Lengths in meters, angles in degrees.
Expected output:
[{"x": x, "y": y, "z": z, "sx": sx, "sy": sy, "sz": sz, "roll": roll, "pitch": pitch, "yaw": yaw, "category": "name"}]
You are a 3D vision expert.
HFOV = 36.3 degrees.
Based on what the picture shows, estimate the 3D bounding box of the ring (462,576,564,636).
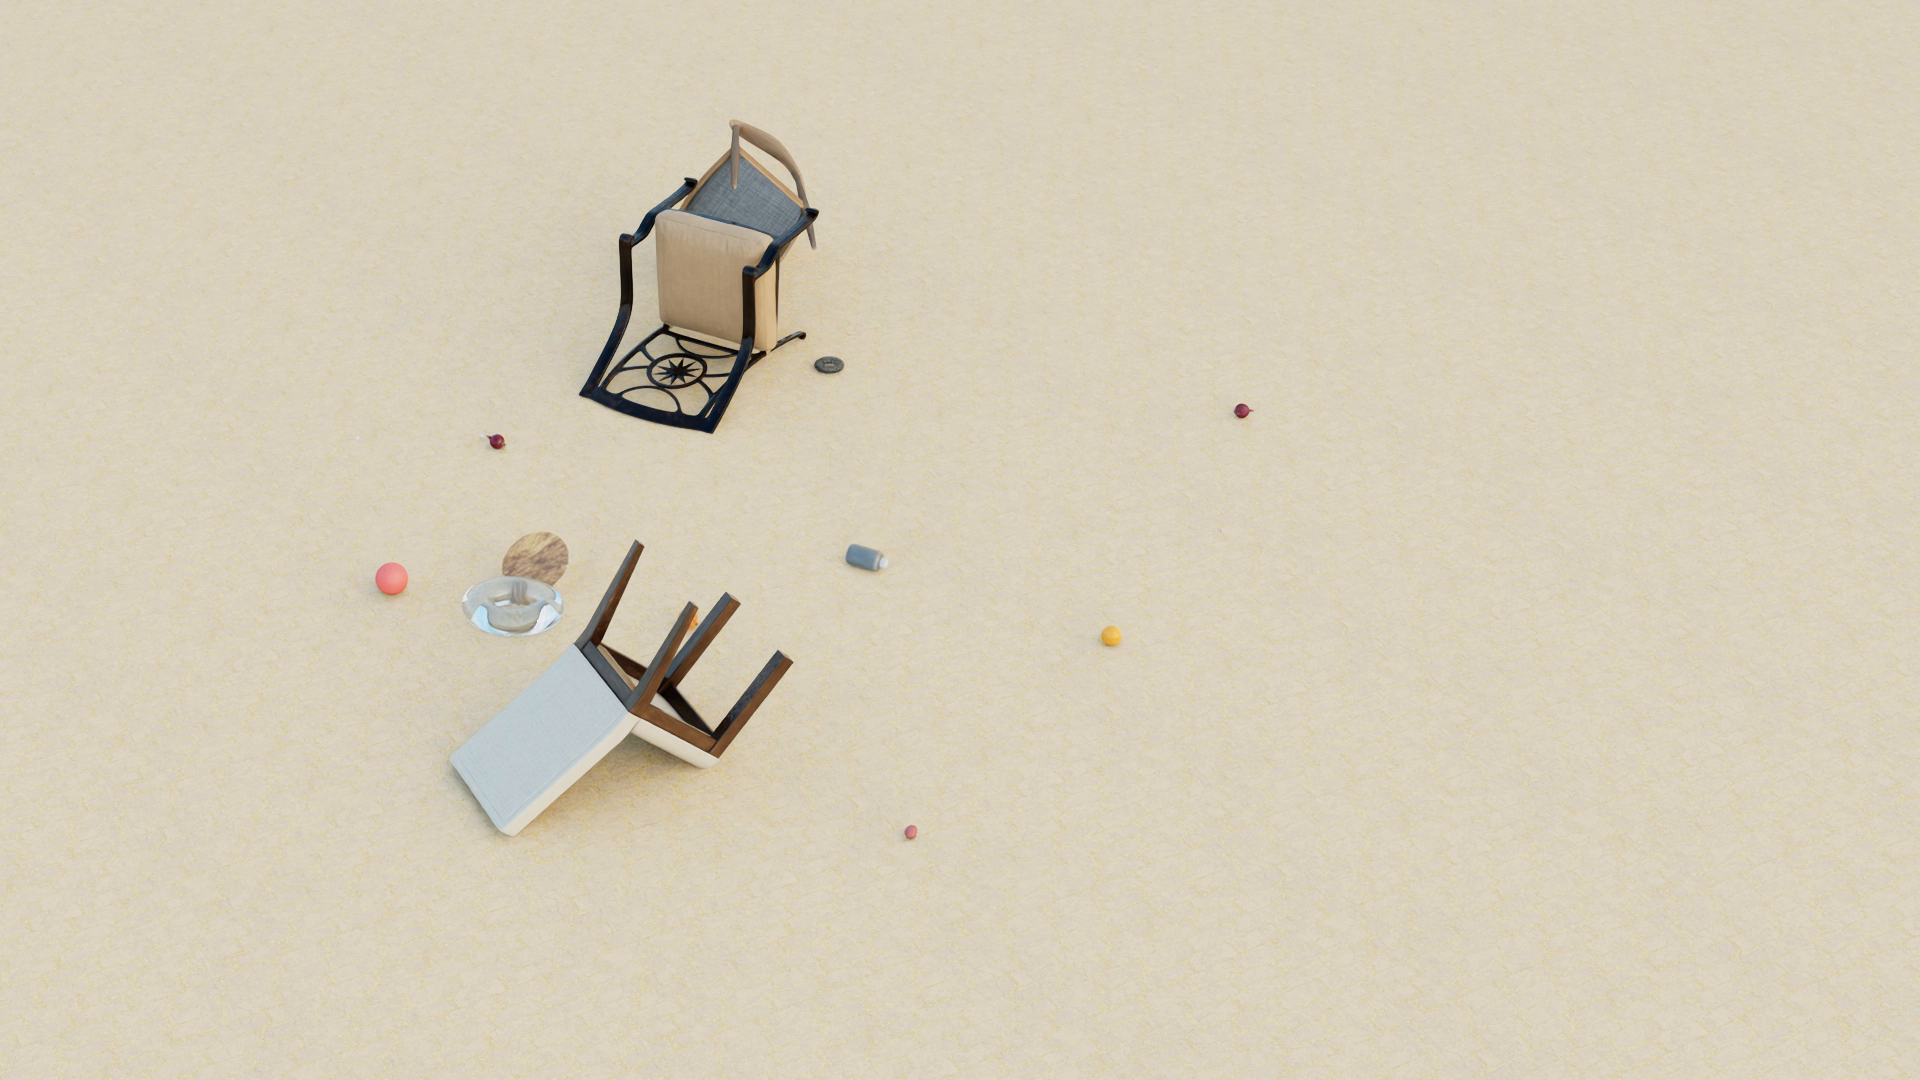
[{"x": -1.600, "y": 0.237, "z": 10.496, "sx": 0.381, "sy": 0.101, "sz": 0.299, "roll": 9, "pitch": 34, "yaw": 15, "category": "ring"}]

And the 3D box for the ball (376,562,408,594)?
[{"x": -2.059, "y": 0.140, "z": 10.625, "sx": 0.118, "sy": 0.118, "sz": 0.118, "roll": 0, "pitch": 33, "yaw": 0, "category": "ball"}]

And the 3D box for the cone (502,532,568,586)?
[{"x": -1.536, "y": 0.097, "z": 10.722, "sx": 0.261, "sy": 0.115, "sz": 0.223, "roll": -30, "pitch": 73, "yaw": 2, "category": "cone"}]

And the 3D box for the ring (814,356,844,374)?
[{"x": -0.535, "y": -0.717, "z": 12.007, "sx": 0.125, "sy": 0.028, "sz": 0.121, "roll": -11, "pitch": 35, "yaw": -17, "category": "ring"}]
